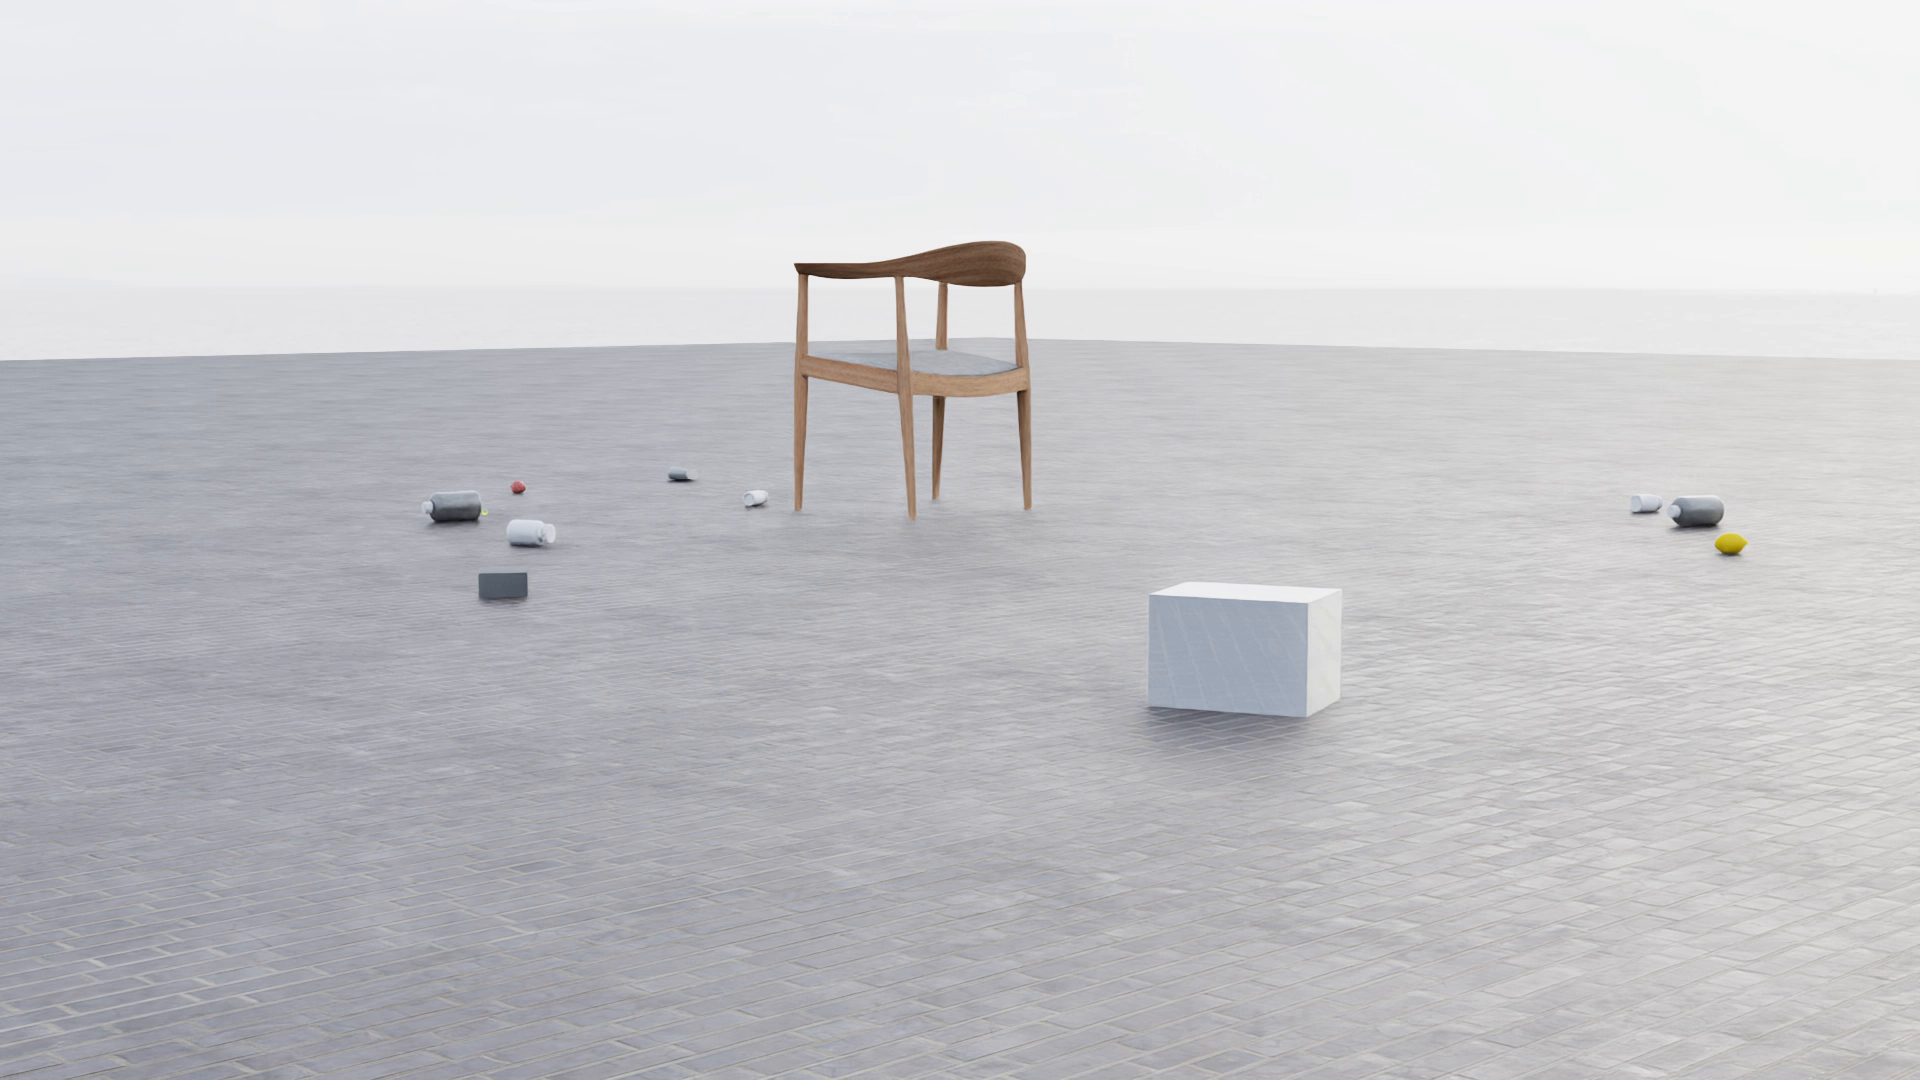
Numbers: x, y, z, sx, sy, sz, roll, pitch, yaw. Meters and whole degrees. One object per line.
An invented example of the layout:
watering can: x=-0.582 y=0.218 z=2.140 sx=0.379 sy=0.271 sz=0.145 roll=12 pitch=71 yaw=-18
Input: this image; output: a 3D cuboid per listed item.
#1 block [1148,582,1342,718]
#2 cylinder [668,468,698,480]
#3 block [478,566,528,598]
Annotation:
block: x=0.441 y=0.166 z=3.960 sx=0.251 sy=0.173 sz=0.181 roll=3 pitch=6 yaw=24
cylinder: x=-0.895 y=-0.214 z=8.286 sx=0.071 sy=0.039 sz=0.076 roll=3 pitch=-4 yaw=24
block: x=-0.948 y=0.087 z=5.328 sx=0.099 sy=0.050 sz=0.121 roll=-1 pitch=6 yaw=-9
